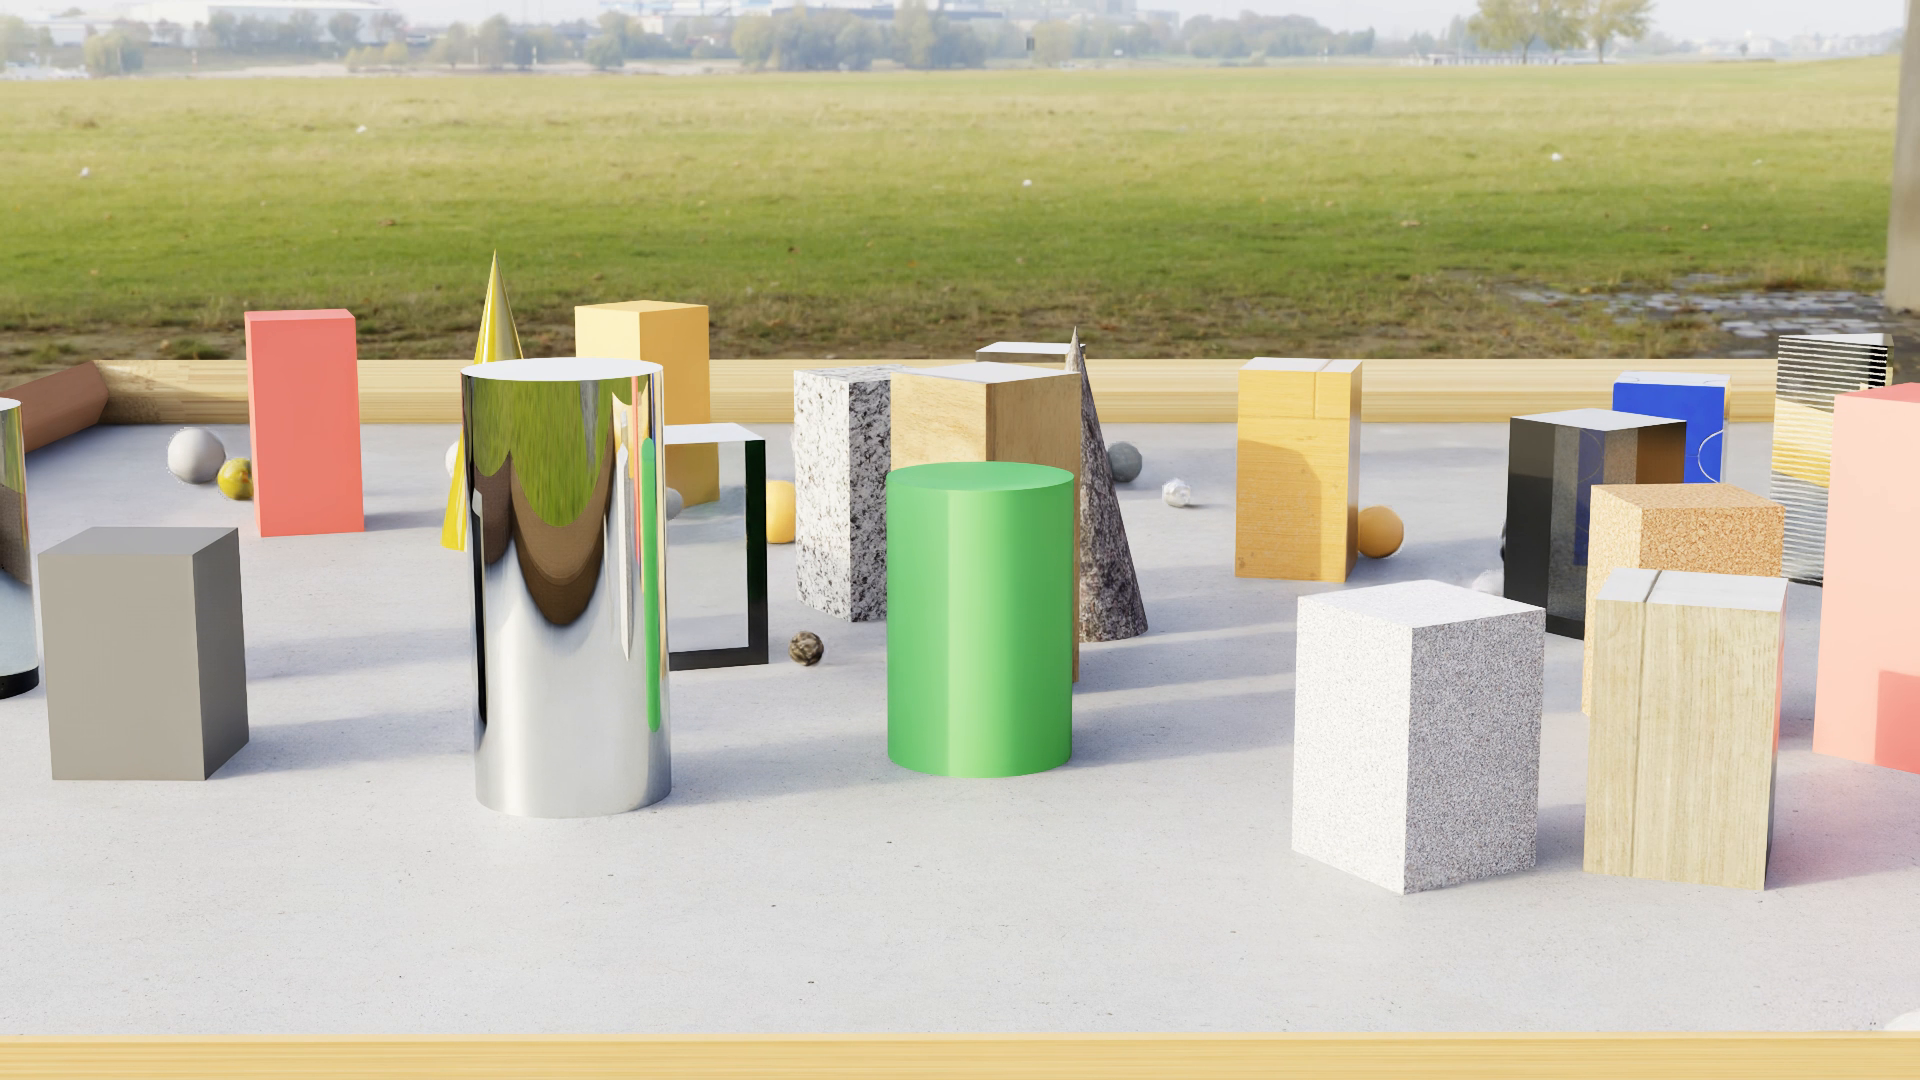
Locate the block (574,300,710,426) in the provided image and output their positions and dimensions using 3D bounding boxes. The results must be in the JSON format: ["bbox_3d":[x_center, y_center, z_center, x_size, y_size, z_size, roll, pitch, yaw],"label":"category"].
[{"bbox_3d":[-0.537,-0.235,4.360,0.158,0.325,0.158,9,14,40],"label":"block"}]

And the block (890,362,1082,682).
[{"bbox_3d":[0.031,-0.014,3.039,0.158,0.372,0.158,-10,14,-43],"label":"block"}]

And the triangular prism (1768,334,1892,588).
[{"bbox_3d":[1.270,-0.114,3.646,0.148,0.348,0.171,-9,14,-41],"label":"triangular prism"}]

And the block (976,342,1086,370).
[{"bbox_3d":[0.124,-0.214,4.473,0.158,0.243,0.158,3,11,15],"label":"block"}]

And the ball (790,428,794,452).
[{"bbox_3d":[-0.261,-0.183,4.705,0.099,0.099,0.099,0,10,0],"label":"ball"}]

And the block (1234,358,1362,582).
[{"bbox_3d":[0.492,-0.105,3.725,0.158,0.301,0.158,3,11,14],"label":"block"}]

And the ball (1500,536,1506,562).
[{"bbox_3d":[0.817,0.015,3.736,0.062,0.062,0.062,0,10,0],"label":"ball"}]

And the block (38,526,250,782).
[{"bbox_3d":[-0.856,0.117,2.701,0.158,0.237,0.158,0,10,1],"label":"block"}]

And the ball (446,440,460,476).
[{"bbox_3d":[-0.867,-0.139,4.520,0.079,0.079,0.079,0,10,0],"label":"ball"}]

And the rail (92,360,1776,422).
[{"bbox_3d":[-0.011,-0.302,5.261,3.540,0.128,0.045,0,10,0],"label":"rail"}]

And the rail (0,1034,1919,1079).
[{"bbox_3d":[0.011,0.369,1.637,3.540,0.128,0.045,0,10,0],"label":"rail"}]

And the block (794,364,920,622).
[{"bbox_3d":[-0.117,-0.067,3.472,0.158,0.319,0.158,-6,12,-30],"label":"block"}]

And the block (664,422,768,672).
[{"bbox_3d":[-0.336,0.007,3.183,0.158,0.279,0.158,-4,11,-19],"label":"block"}]

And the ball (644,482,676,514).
[{"bbox_3d":[-0.494,-0.069,4.212,0.053,0.053,0.053,0,10,0],"label":"ball"}]

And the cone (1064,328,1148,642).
[{"bbox_3d":[0.149,-0.081,3.337,0.198,0.396,0.198,0,10,0],"label":"cone"}]

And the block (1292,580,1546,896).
[{"bbox_3d":[0.421,0.177,2.365,0.158,0.243,0.158,-6,12,-31],"label":"block"}]

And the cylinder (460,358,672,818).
[{"bbox_3d":[-0.392,0.043,2.569,0.198,0.431,0.198,0,10,0],"label":"cylinder"}]

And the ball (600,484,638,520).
[{"bbox_3d":[-0.552,-0.061,4.149,0.060,0.060,0.060,0,10,0],"label":"ball"}]

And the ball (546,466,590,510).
[{"bbox_3d":[-0.648,-0.086,4.247,0.073,0.073,0.073,0,10,0],"label":"ball"}]

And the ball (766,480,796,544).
[{"bbox_3d":[-0.279,-0.044,3.955,0.097,0.097,0.097,0,10,0],"label":"ball"}]

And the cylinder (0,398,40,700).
[{"bbox_3d":[-1.195,0.010,3.009,0.198,0.335,0.198,0,10,0],"label":"cylinder"}]

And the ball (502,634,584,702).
[{"bbox_3d":[-0.473,0.152,2.910,0.092,0.092,0.092,0,10,0],"label":"ball"}]

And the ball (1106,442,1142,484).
[{"bbox_3d":[0.285,-0.135,4.519,0.072,0.072,0.072,0,10,0],"label":"ball"}]

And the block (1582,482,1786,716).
[{"bbox_3d":[0.796,0.080,2.837,0.158,0.261,0.158,-1,11,-6],"label":"block"}]

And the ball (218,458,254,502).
[{"bbox_3d":[-1.217,-0.102,4.338,0.073,0.073,0.073,0,10,0],"label":"ball"}]

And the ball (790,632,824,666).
[{"bbox_3d":[-0.189,0.134,3.149,0.042,0.042,0.042,0,10,0],"label":"ball"}]

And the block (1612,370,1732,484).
[{"bbox_3d":[1.063,-0.110,3.850,0.158,0.266,0.158,4,11,19],"label":"block"}]

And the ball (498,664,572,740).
[{"bbox_3d":[-0.465,0.177,2.806,0.081,0.081,0.081,0,10,0],"label":"ball"}]

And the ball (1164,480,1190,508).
[{"bbox_3d":[0.362,-0.078,4.279,0.046,0.046,0.046,0,10,0],"label":"ball"}]

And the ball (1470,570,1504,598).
[{"bbox_3d":[0.713,0.072,3.427,0.062,0.062,0.062,0,10,0],"label":"ball"}]

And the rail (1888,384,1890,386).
[{"bbox_3d":[1.746,0.031,3.459,0.045,0.128,3.733,0,10,0],"label":"rail"}]

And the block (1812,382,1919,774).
[{"bbox_3d":[1.028,0.039,2.716,0.158,0.386,0.158,-9,14,-41],"label":"block"}]

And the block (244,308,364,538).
[{"bbox_3d":[-1.042,-0.189,4.075,0.158,0.338,0.158,-3,11,-18],"label":"block"}]

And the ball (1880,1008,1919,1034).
[{"bbox_3d":[0.672,0.366,1.764,0.089,0.089,0.089,0,10,0],"label":"ball"}]

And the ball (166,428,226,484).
[{"bbox_3d":[-1.343,-0.147,4.511,0.099,0.099,0.099,0,10,0],"label":"ball"}]

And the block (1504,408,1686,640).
[{"bbox_3d":[0.828,-0.023,3.355,0.158,0.274,0.158,-7,13,-35],"label":"block"}]

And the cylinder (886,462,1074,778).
[{"bbox_3d":[0.021,0.080,2.724,0.198,0.301,0.198,0,10,0],"label":"cylinder"}]

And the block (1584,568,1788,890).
[{"bbox_3d":[0.671,0.170,2.369,0.158,0.255,0.158,4,11,20],"label":"block"}]

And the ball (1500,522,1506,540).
[{"bbox_3d":[0.842,-0.006,3.802,0.079,0.079,0.079,0,10,0],"label":"ball"}]

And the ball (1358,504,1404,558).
[{"bbox_3d":[0.624,-0.013,3.834,0.080,0.080,0.080,0,10,0],"label":"ball"}]

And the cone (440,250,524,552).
[{"bbox_3d":[-0.706,-0.221,3.937,0.198,0.452,0.198,0,10,0],"label":"cone"}]

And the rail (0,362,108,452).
[{"bbox_3d":[-1.746,0.035,3.439,0.045,0.128,3.733,0,10,0],"label":"rail"}]
